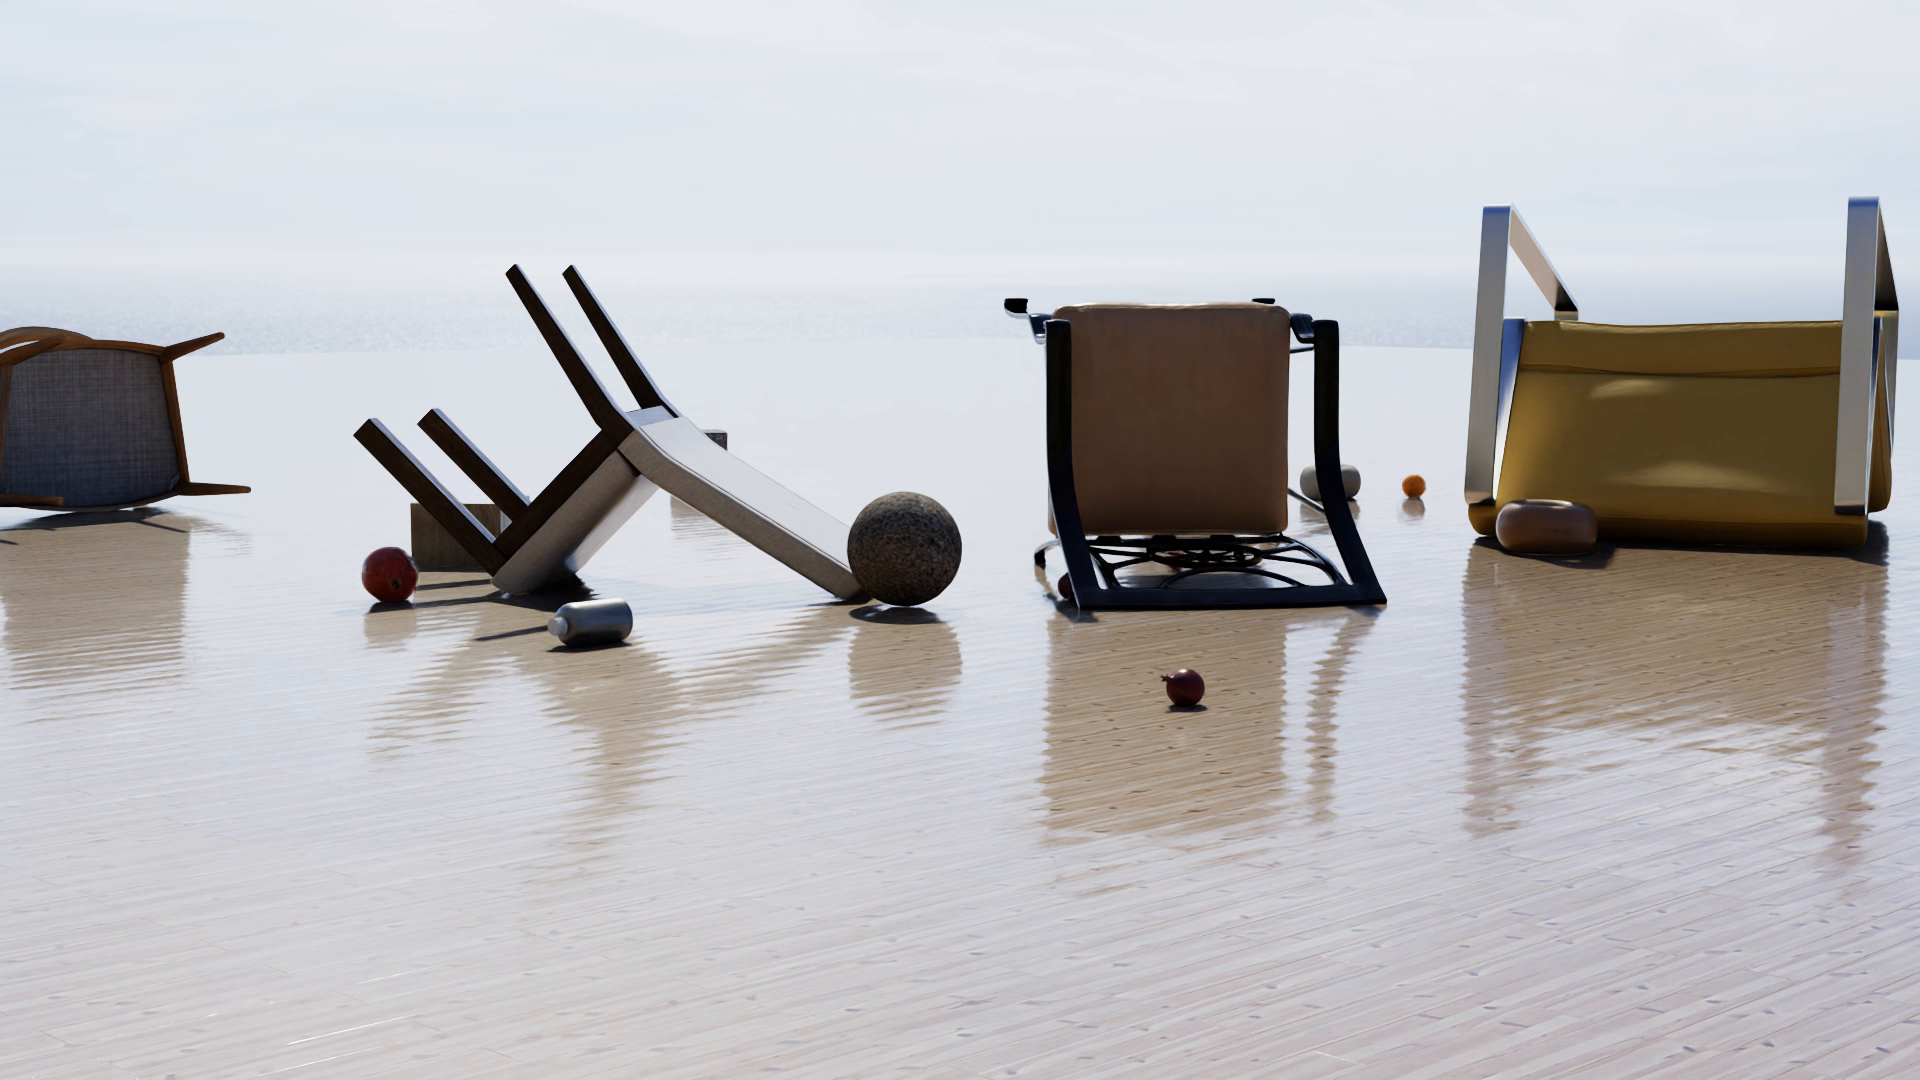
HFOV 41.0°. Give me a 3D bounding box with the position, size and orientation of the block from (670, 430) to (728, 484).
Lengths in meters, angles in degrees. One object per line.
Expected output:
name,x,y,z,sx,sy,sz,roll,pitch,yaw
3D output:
block,-0.842,-0.271,8.263,0.166,0.159,0.203,-1,6,-12

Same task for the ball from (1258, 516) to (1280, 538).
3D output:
ball,0.776,-0.032,6.443,0.057,0.057,0.057,0,6,0

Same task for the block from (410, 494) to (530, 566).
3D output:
block,-1.136,-0.025,5.964,0.210,0.142,0.244,1,6,6

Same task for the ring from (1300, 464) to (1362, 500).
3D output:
ring,1.103,-0.174,7.642,0.180,0.096,0.191,3,8,34

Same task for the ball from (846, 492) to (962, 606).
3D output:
ball,-0.110,0.018,5.115,0.231,0.231,0.231,0,6,0

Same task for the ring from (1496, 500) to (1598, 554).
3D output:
ring,1.406,-0.030,6.145,0.242,0.118,0.231,1,7,-4
